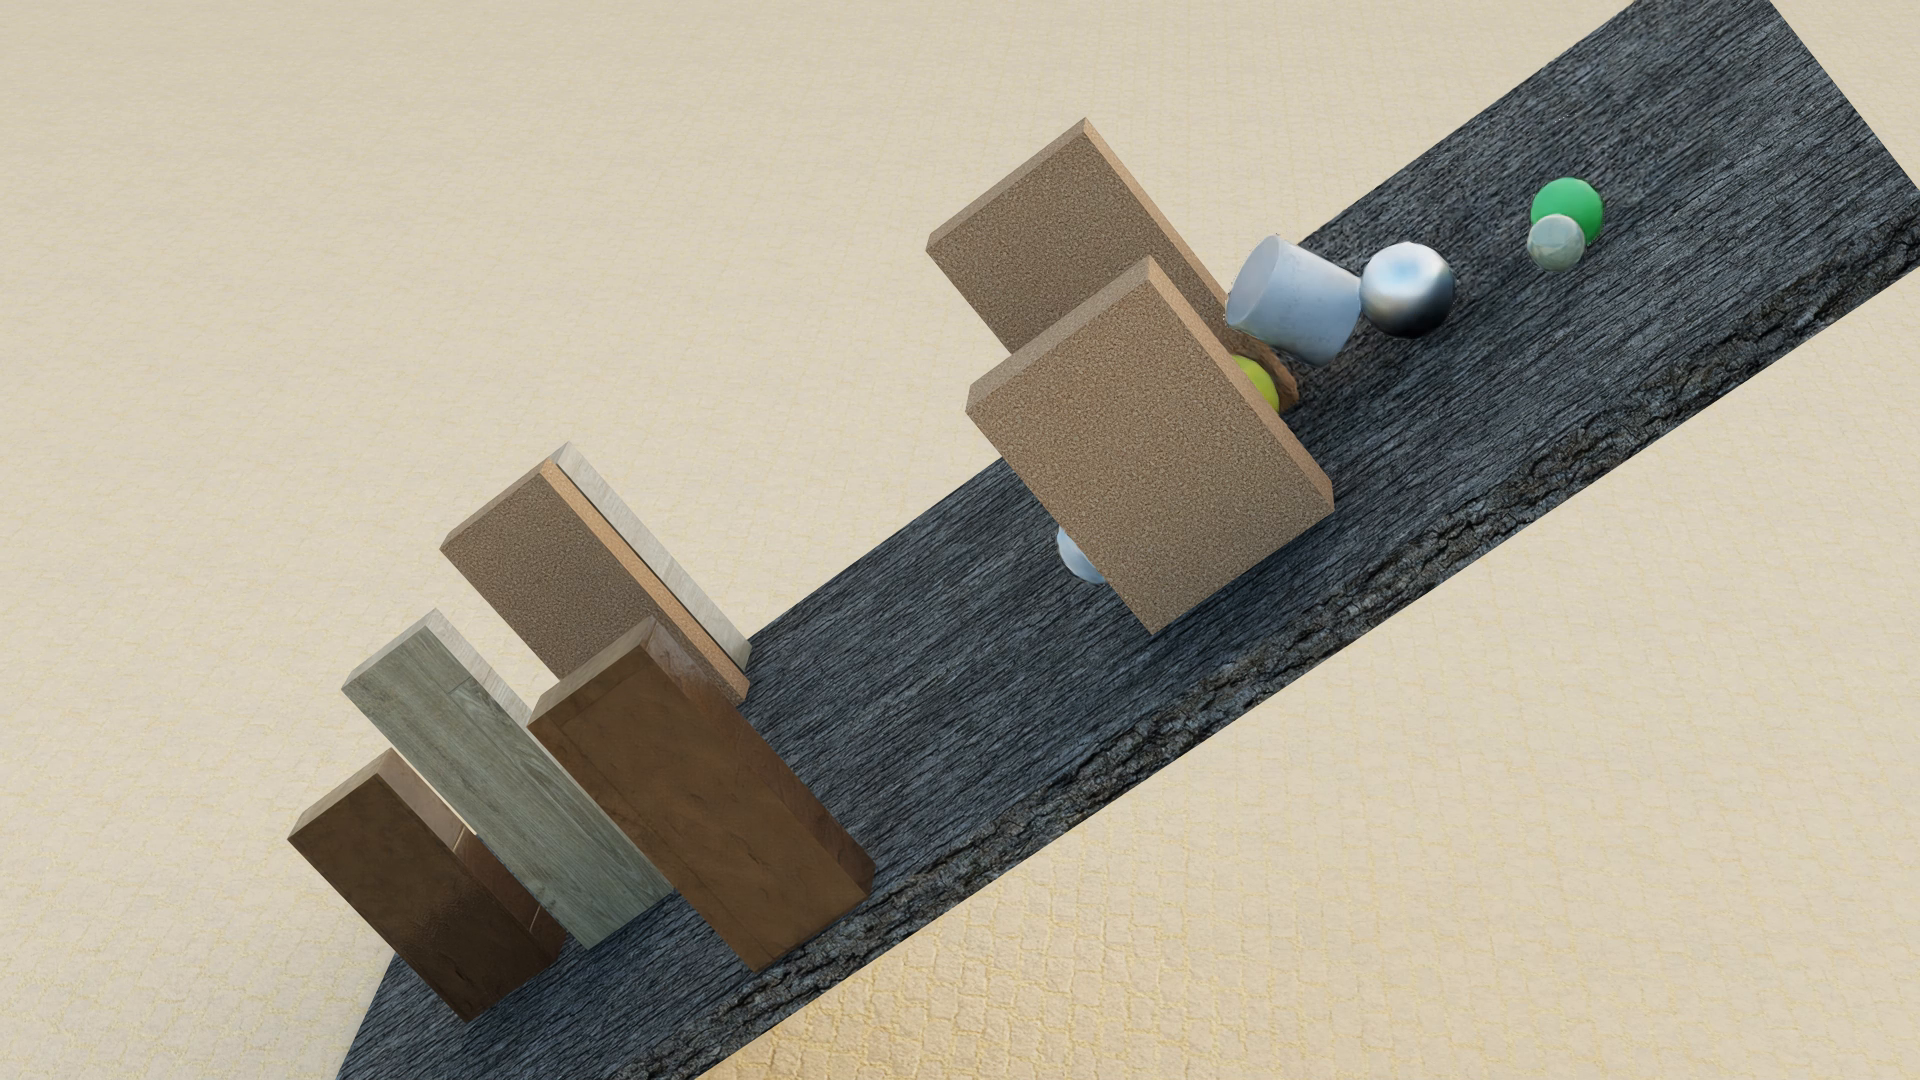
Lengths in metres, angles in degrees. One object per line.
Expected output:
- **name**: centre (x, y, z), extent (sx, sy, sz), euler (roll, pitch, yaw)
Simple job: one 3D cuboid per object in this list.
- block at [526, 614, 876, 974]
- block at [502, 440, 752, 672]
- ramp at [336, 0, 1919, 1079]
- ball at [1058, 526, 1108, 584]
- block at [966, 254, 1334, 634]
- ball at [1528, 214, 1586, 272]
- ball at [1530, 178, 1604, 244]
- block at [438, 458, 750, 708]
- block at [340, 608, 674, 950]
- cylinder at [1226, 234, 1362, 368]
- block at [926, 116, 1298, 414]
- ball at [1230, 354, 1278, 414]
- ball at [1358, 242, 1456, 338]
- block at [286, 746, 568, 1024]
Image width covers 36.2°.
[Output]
- **block**: centre (-0.479, 0.481, 5.511), extent (0.281, 0.657, 0.129), euler (-35, 16, 17)
- **block**: centre (-0.869, 0.127, 7.311), extent (0.310, 0.700, 0.149), euler (-35, 16, 17)
- **ramp**: centre (0.123, 0.183, 6.335), extent (4.000, 0.100, 2.000), euler (-35, 16, 17)
- **ball**: centre (0.286, -0.001, 5.941), extent (0.178, 0.178, 0.178), euler (0, 23, 0)
- **block**: centre (0.358, -0.174, 5.516), extent (0.426, 0.570, 0.145), euler (-35, 16, 17)
- **ball**: centre (1.120, -0.558, 5.523), extent (0.107, 0.107, 0.107), euler (0, 23, 0)
- **ball**: centre (1.171, -0.629, 5.671), extent (0.138, 0.138, 0.138), euler (0, 23, 0)
- **block**: centre (-0.875, 0.185, 7.083), extent (0.326, 0.744, 0.099), euler (-35, 16, 17)
- **block**: centre (-0.955, 0.516, 6.284), extent (0.248, 0.787, 0.090), euler (-35, 16, 17)
- **cylinder**: centre (0.681, -0.485, 5.975), extent (0.204, 0.204, 0.204), euler (25, 19, -15)
- **block**: centre (0.319, -0.462, 6.104), extent (0.411, 0.725, 0.114), euler (-35, 16, 17)
- **ball**: centre (0.543, -0.274, 5.969), extent (0.206, 0.206, 0.206), euler (0, 23, 0)
- **ball**: centre (0.891, -0.498, 5.864), extent (0.190, 0.190, 0.190), euler (0, 23, 0)
- **block**: centre (-1.172, 0.765, 6.490), extent (0.275, 0.583, 0.121), euler (-35, 16, 17)
